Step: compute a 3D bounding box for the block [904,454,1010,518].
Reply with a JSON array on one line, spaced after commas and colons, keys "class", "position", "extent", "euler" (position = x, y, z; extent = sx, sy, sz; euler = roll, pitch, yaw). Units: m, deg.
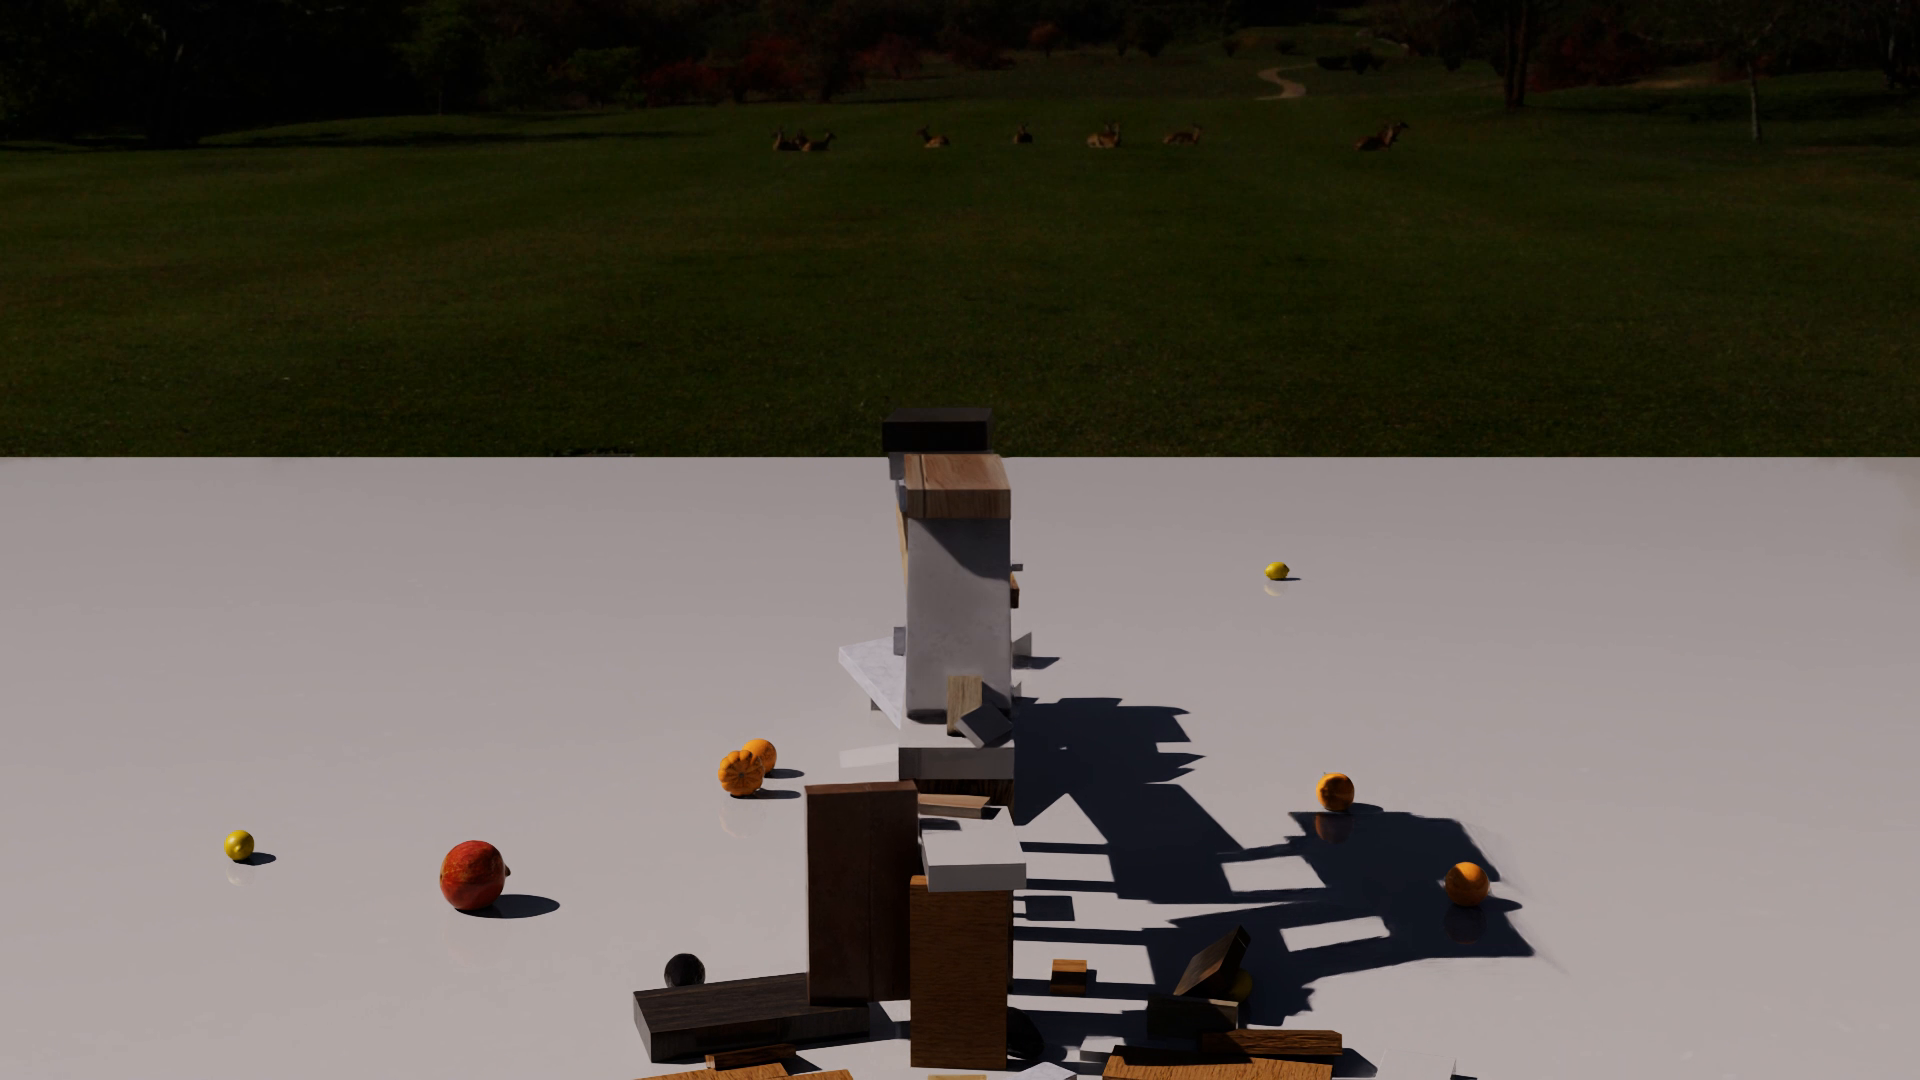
[{"class": "block", "position": [-0.008, -0.088, 3.501], "extent": [0.158, 0.045, 0.315], "euler": [0, 12, -2]}]

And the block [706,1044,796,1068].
[{"class": "block", "position": [-0.284, 0.700, 2.983], "extent": [0.113, 0.016, 0.056], "euler": [-4, -9, -19]}]

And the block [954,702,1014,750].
[{"class": "block", "position": [0.035, 0.269, 3.188], "extent": [0.051, 0.015, 0.103], "euler": [45, 25, 12]}]

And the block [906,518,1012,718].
[{"class": "block", "position": [-0.002, 0.113, 3.355], "extent": [0.157, 0.315, 0.045], "euler": [0, -22, 0]}]

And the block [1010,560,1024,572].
[{"class": "block", "position": [0.070, 0.057, 4.788], "extent": [0.122, 0.016, 0.056], "euler": [-2, 9, -24]}]

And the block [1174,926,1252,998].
[{"class": "block", "position": [0.368, 0.632, 3.225], "extent": [0.094, 0.027, 0.188], "euler": [-39, -2, 19]}]

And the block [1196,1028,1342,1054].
[{"class": "block", "position": [0.421, 0.685, 3.003], "extent": [0.188, 0.027, 0.094], "euler": [0, -9, 2]}]

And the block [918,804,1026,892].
[{"class": "block", "position": [0.013, 0.424, 3.040], "extent": [0.130, 0.037, 0.260], "euler": [-1, 11, -5]}]

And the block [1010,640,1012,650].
[{"class": "block", "position": [0.055, 0.163, 4.323], "extent": [0.064, 0.018, 0.129], "euler": [-6, 52, -13]}]

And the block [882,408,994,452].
[{"class": "block", "position": [-0.034, -0.195, 3.860], "extent": [0.175, 0.050, 0.350], "euler": [-1, 7, 3]}]

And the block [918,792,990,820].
[{"class": "block", "position": [-0.018, 0.378, 3.138], "extent": [0.113, 0.016, 0.056], "euler": [3, 11, 15]}]

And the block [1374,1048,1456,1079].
[{"class": "block", "position": [0.592, 0.722, 2.883], "extent": [0.094, 0.027, 0.188], "euler": [4, 11, 19]}]

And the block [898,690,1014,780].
[{"class": "block", "position": [-0.005, 0.290, 3.324], "extent": [0.167, 0.047, 0.334], "euler": [0, 11, 0]}]

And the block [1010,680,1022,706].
[{"class": "block", "position": [0.039, 0.355, 4.832], "extent": [0.130, 0.037, 0.261], "euler": [3, 11, 16]}]

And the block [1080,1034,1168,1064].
[{"class": "block", "position": [0.225, 0.702, 3.021], "extent": [0.113, 0.016, 0.056], "euler": [3, 11, 14]}]

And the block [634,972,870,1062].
[{"class": "block", "position": [-0.297, 0.671, 3.114], "extent": [0.308, 0.044, 0.154], "euler": [-3, 11, -17]}]

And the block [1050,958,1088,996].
[{"class": "block", "position": [0.163, 0.653, 3.289], "extent": [0.051, 0.015, 0.103], "euler": [1, 11, 5]}]

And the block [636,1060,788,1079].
[{"class": "block", "position": [-0.347, 0.722, 2.914], "extent": [0.232, 0.016, 0.056], "euler": [-4, 11, -19]}]

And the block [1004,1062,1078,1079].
[{"class": "block", "position": [0.096, 0.722, 2.912], "extent": [0.056, 0.016, 0.112], "euler": [10, 15, 44]}]

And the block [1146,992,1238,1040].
[{"class": "block", "position": [0.326, 0.670, 3.082], "extent": [0.126, 0.056, 0.016], "euler": [3, 11, 17]}]

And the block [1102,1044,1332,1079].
[{"class": "block", "position": [0.341, 0.716, 2.911], "extent": [0.292, 0.029, 0.103], "euler": [2, 11, 13]}]

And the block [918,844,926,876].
[{"class": "block", "position": [0.002, 0.555, 3.143], "extent": [0.130, 0.260, 0.037], "euler": [0, 11, -2]}]

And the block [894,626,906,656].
[{"class": "block", "position": [-0.012, 0.191, 4.068], "extent": [0.175, 0.050, 0.412], "euler": [-1, -4, 5]}]

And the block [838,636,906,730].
[{"class": "block", "position": [-0.128, 0.317, 4.736], "extent": [0.131, 0.037, 0.340], "euler": [-10, 32, -27]}]

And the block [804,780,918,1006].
[{"class": "block", "position": [-0.138, 0.496, 3.091], "extent": [0.154, 0.308, 0.044], "euler": [-2, 10, -9]}]

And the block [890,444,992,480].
[{"class": "block", "position": [-0.035, -0.150, 3.895], "extent": [0.175, 0.050, 0.350], "euler": [-1, 7, -1]}]

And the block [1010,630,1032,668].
[{"class": "block", "position": [0.140, 0.262, 5.258], "extent": [0.018, 0.064, 0.129], "euler": [4, 11, 22]}]

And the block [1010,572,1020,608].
[{"class": "block", "position": [0.042, 0.098, 4.702], "extent": [0.146, 0.041, 0.292], "euler": [2, 9, -3]}]

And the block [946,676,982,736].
[{"class": "block", "position": [0.007, 0.244, 3.250], "extent": [0.051, 0.015, 0.103], "euler": [0, 45, 0]}]

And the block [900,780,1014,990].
[{"class": "block", "position": [-0.005, 0.498, 3.248], "extent": [0.167, 0.334, 0.047], "euler": [0, 11, 0]}]

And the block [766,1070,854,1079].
[{"class": "block", "position": [-0.214, 0.726, 2.874], "extent": [0.156, 0.022, 0.078], "euler": [-3, 11, -16]}]

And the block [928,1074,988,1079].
[{"class": "block", "position": [0.001, 0.733, 2.836], "extent": [0.078, 0.022, 0.156], "euler": [0, 11, -3]}]

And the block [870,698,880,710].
[{"class": "block", "position": [-0.123, 0.333, 4.952], "extent": [0.131, 0.037, 0.261], "euler": [1, 11, 3]}]

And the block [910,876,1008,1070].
[{"class": "block", "position": [-0.001, 0.586, 2.978], "extent": [0.130, 0.260, 0.037], "euler": [1, 11, 4]}]

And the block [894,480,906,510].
[{"class": "block", "position": [-0.033, -0.089, 3.784], "extent": [0.150, 0.043, 0.301], "euler": [-1, 7, -3]}]

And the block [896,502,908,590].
[{"class": "block", "position": [-0.019, 0.071, 3.843], "extent": [0.150, 0.301, 0.043], "euler": [-3, -17, -15]}]
